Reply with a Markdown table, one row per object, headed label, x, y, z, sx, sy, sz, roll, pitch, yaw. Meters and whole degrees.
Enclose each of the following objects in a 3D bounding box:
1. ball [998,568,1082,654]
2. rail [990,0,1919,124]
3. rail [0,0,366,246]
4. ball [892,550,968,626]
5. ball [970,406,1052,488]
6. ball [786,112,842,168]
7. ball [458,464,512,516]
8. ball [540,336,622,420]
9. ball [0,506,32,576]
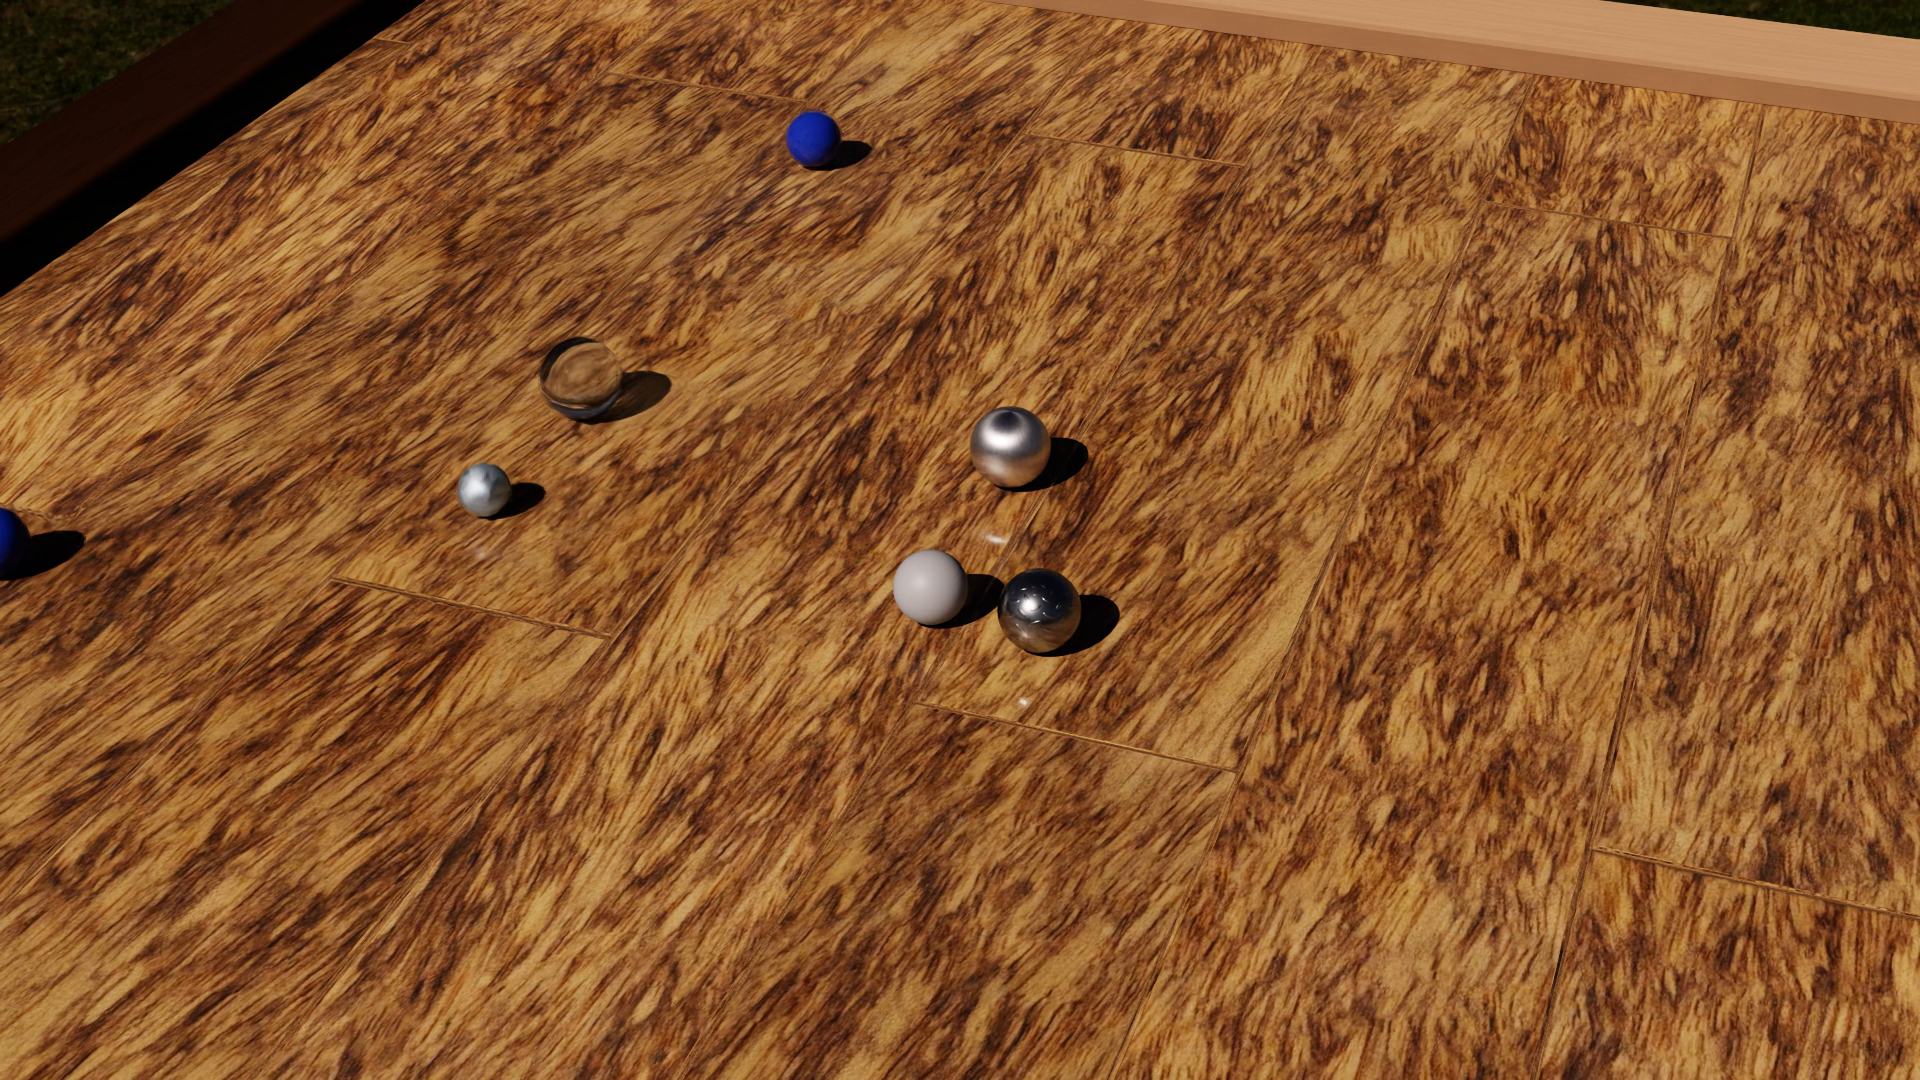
| label | x | y | z | sx | sy | sz | roll | pitch | yaw |
| --- | --- | --- | --- | --- | --- | --- | --- | --- | --- |
| ball | 0.061 | 0.054 | 1.962 | 0.065 | 0.065 | 0.065 | 0 | 33 | 0 |
| rail | 1.416 | -0.408 | 2.640 | 4.369 | 0.094 | 0.045 | 11 | 35 | 16 |
| rail | -1.006 | -0.211 | 2.339 | 0.045 | 0.094 | 2.354 | 11 | 35 | 16 |
| ball | -0.023 | 0.037 | 1.994 | 0.059 | 0.059 | 0.059 | 0 | 33 | 0 |
| ball | 0.042 | -0.078 | 2.161 | 0.069 | 0.069 | 0.069 | 0 | 33 | 0 |
| ball | -0.153 | -0.421 | 2.693 | 0.059 | 0.059 | 0.059 | 0 | 33 | 0 |
| ball | -0.394 | -0.041 | 2.126 | 0.044 | 0.044 | 0.044 | 0 | 33 | 0 |
| ball | -0.333 | -0.142 | 2.255 | 0.073 | 0.073 | 0.073 | 0 | 33 | 0 |
| ball | -0.772 | 0.001 | 2.050 | 0.056 | 0.056 | 0.056 | 0 | 33 | 0 |
